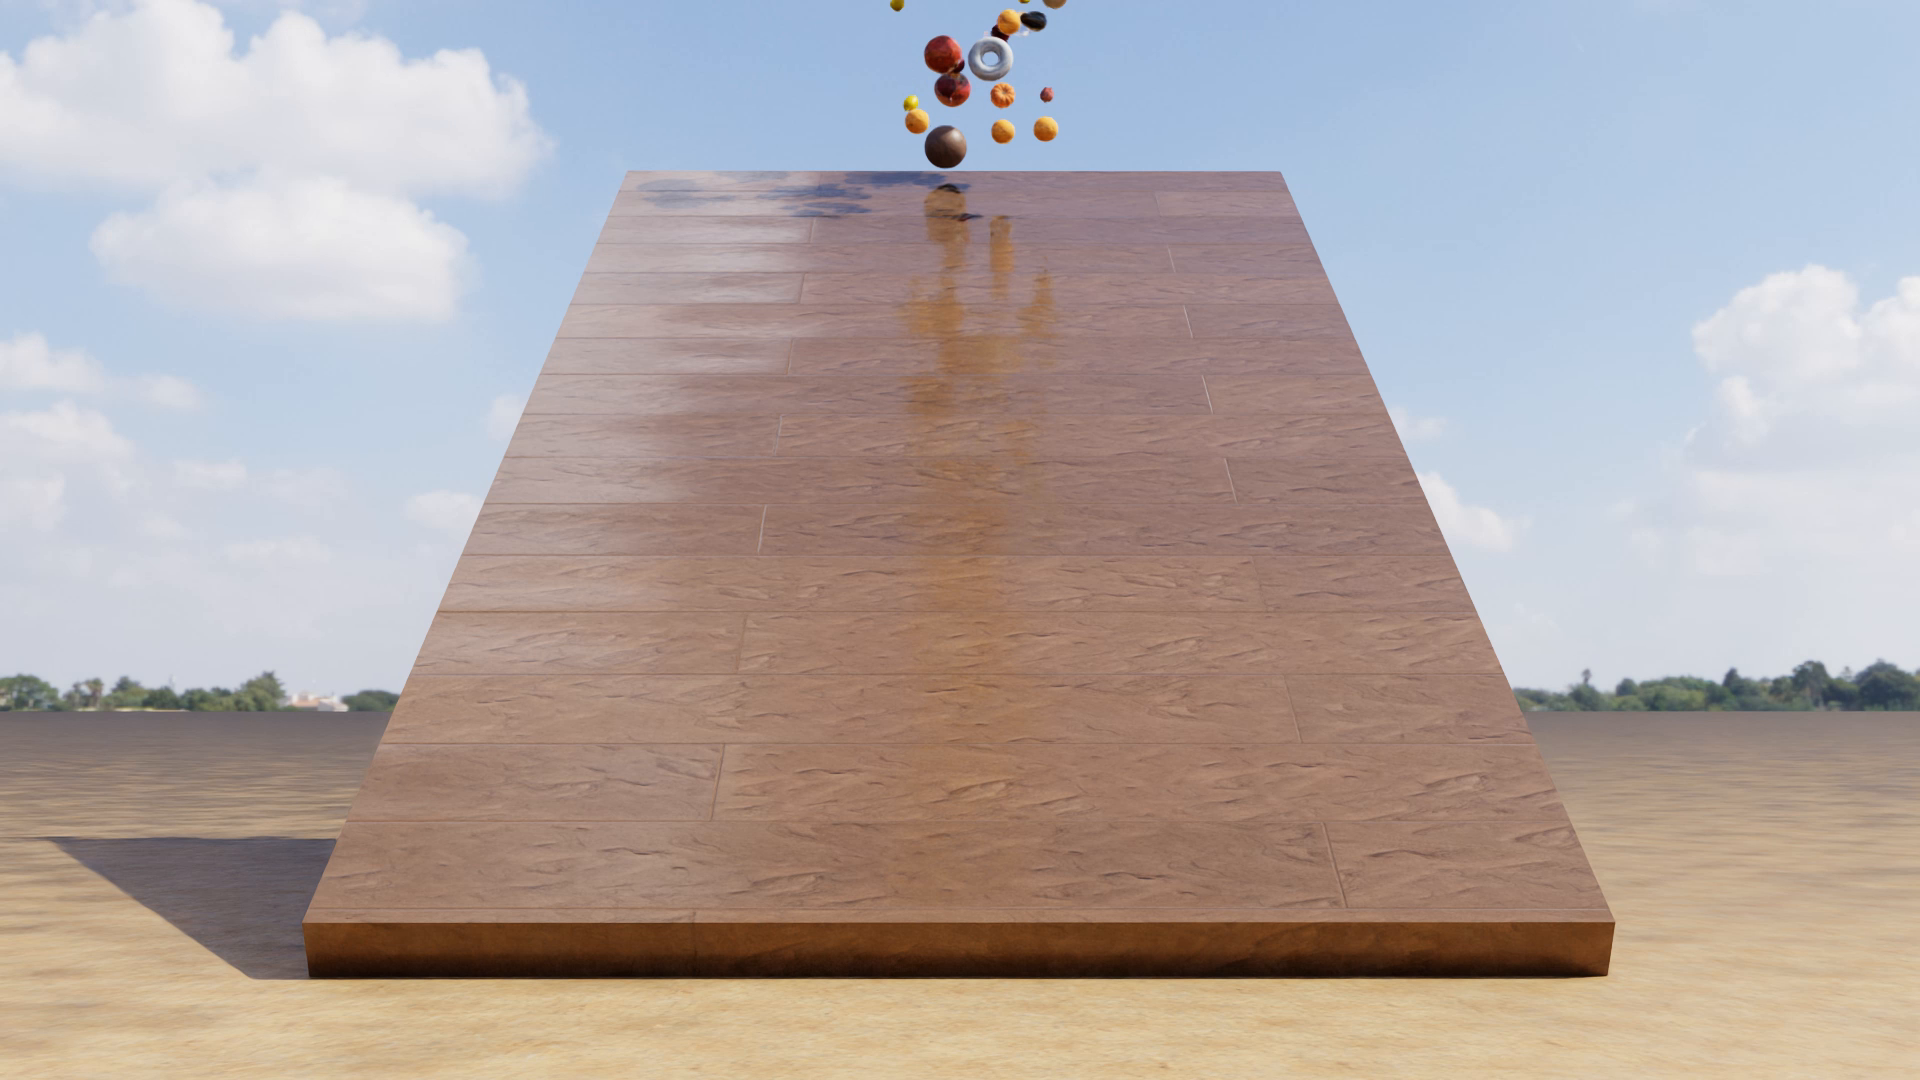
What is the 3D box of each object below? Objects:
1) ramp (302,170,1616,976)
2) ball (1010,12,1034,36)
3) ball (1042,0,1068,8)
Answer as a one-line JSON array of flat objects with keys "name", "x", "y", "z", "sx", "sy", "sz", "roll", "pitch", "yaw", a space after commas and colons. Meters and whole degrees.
[{"name": "ramp", "x": -0.009, "y": -0.229, "z": 5.401, "sx": 2.000, "sy": 0.100, "sz": 4.000, "roll": 0, "pitch": 25, "yaw": 0}, {"name": "ball", "x": 0.187, "y": -1.560, "z": 7.095, "sx": 0.075, "sy": 0.075, "sz": 0.075, "roll": 0, "pitch": -4, "yaw": 0}, {"name": "ball", "x": 0.283, "y": -1.634, "z": 7.026, "sx": 0.084, "sy": 0.084, "sz": 0.084, "roll": 0, "pitch": -4, "yaw": 0}]
